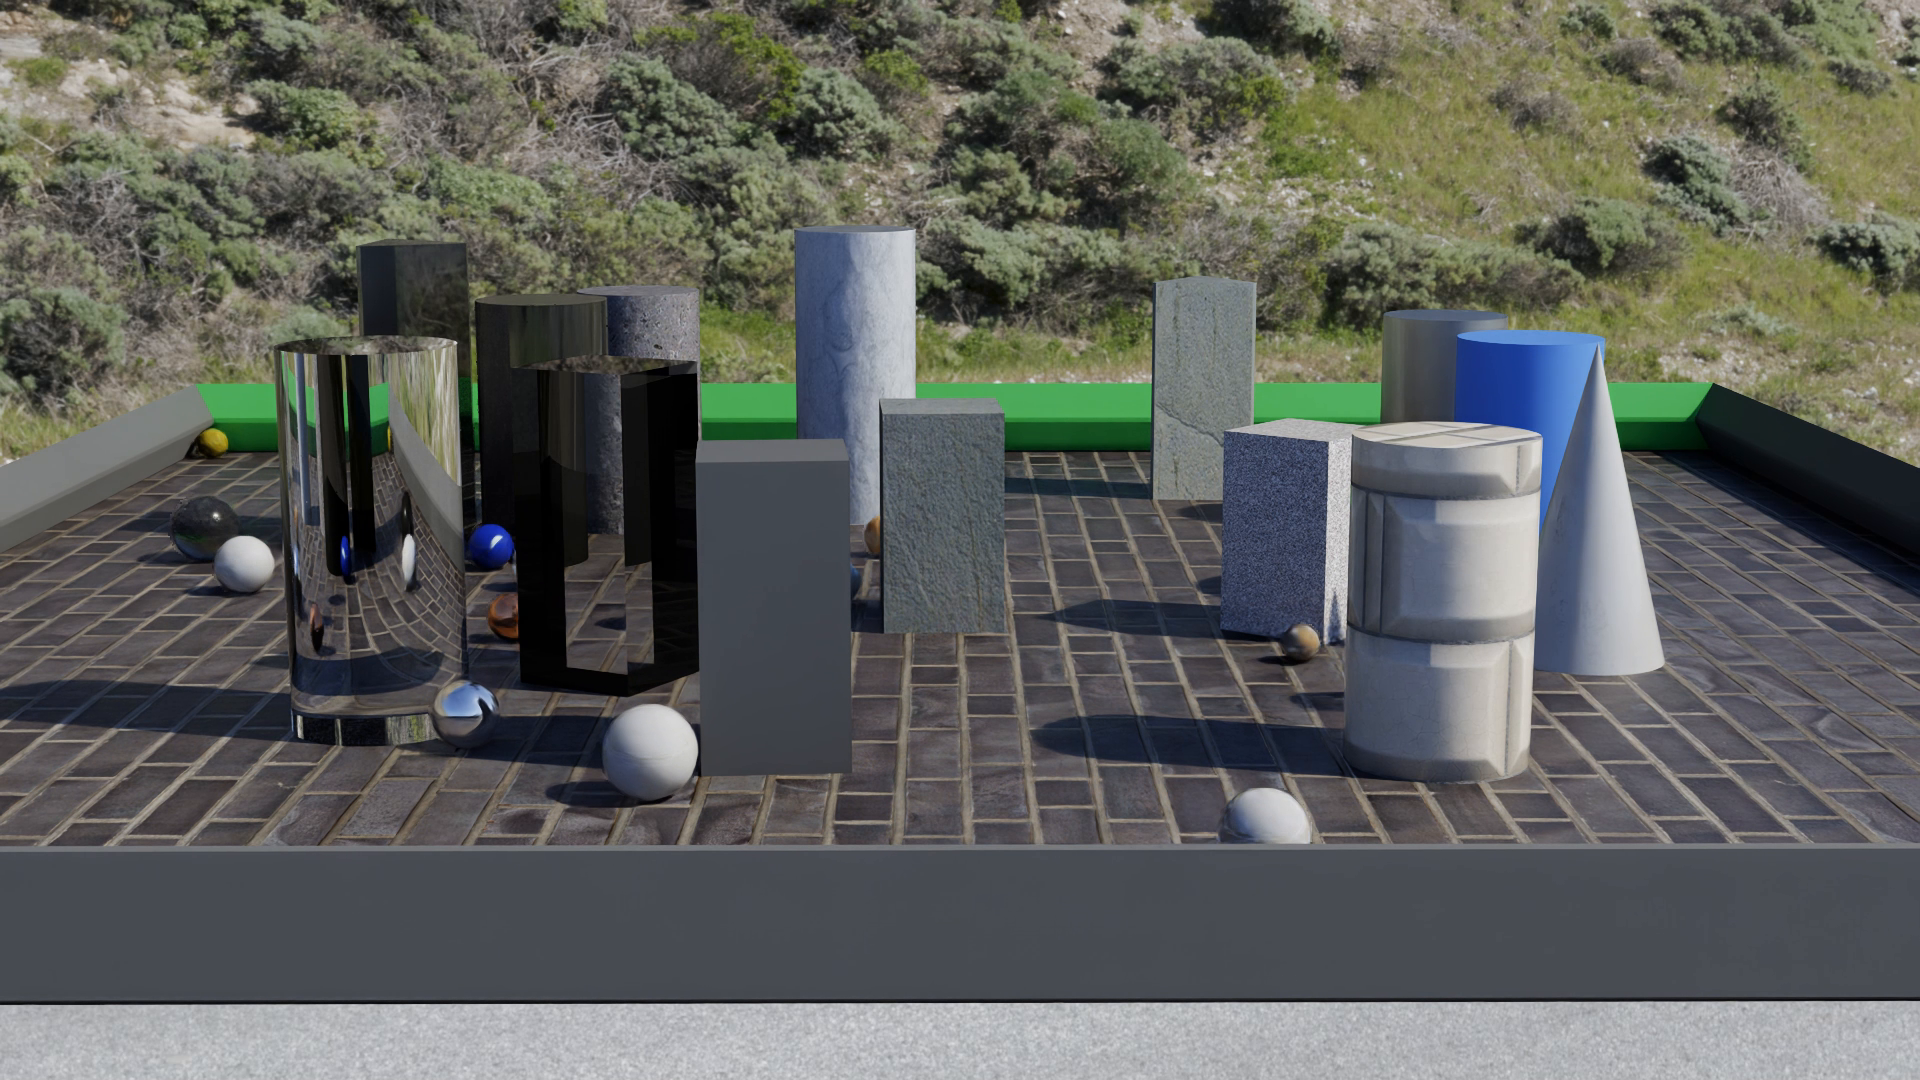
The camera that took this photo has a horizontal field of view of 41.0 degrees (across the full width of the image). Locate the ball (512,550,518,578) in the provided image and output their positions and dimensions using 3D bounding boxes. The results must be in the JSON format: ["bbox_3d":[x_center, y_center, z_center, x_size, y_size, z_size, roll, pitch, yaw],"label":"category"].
[{"bbox_3d":[-0.591,0.031,3.602,0.076,0.076,0.076,0,11,0],"label":"ball"}]

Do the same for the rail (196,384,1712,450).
[{"bbox_3d":[-0.008,-0.231,4.871,2.893,0.127,0.045,0,11,0],"label":"rail"}]

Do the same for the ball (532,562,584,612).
[{"bbox_3d":[-0.541,0.063,3.452,0.068,0.068,0.068,0,11,0],"label":"ball"}]

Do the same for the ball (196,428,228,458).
[{"bbox_3d":[-1.396,-0.180,4.793,0.057,0.057,0.057,0,11,0],"label":"ball"}]

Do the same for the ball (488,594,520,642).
[{"bbox_3d":[-0.573,0.099,3.279,0.061,0.061,0.061,0,11,0],"label":"ball"}]

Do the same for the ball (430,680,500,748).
[{"bbox_3d":[-0.534,0.187,2.767,0.073,0.073,0.073,0,11,0],"label":"ball"}]

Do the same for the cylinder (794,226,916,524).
[{"bbox_3d":[-0.169,-0.271,4.165,0.195,0.465,0.195,0,11,0],"label":"cylinder"}]

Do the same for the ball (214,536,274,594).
[{"bbox_3d":[-0.997,0.034,3.571,0.081,0.081,0.081,0,11,0],"label":"ball"}]

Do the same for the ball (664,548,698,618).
[{"bbox_3d":[-0.348,0.057,3.418,0.092,0.092,0.092,0,11,0],"label":"ball"}]

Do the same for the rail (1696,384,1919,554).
[{"bbox_3d":[1.423,0.031,3.457,0.045,0.127,2.939,0,11,0],"label":"rail"}]

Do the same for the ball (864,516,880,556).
[{"bbox_3d":[-0.112,-0.006,3.839,0.063,0.063,0.063,0,11,0],"label":"ball"}]

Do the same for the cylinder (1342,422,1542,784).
[{"bbox_3d":[0.505,0.061,2.694,0.195,0.348,0.195,0,11,0],"label":"cylinder"}]

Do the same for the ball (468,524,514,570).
[{"bbox_3d":[-0.685,0.010,3.743,0.066,0.066,0.066,0,11,0],"label":"ball"}]

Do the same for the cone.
[{"bbox_3d":[0.776,-0.048,3.155,0.195,0.394,0.195,0,11,0],"label":"cone"}]

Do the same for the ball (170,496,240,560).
[{"bbox_3d":[-1.120,-0.018,3.806,0.098,0.098,0.098,0,11,0],"label":"ball"}]

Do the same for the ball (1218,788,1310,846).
[{"bbox_3d":[0.275,0.265,2.318,0.084,0.084,0.084,0,11,0],"label":"ball"}]

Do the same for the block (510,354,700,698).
[{"bbox_3d":[-0.419,-0.021,3.058,0.156,0.378,0.156,6,12,28],"label":"block"}]

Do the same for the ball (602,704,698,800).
[{"bbox_3d":[-0.311,0.212,2.571,0.096,0.096,0.096,0,11,0],"label":"ball"}]

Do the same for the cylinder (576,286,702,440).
[{"bbox_3d":[-0.515,-0.218,4.141,0.195,0.370,0.195,0,11,0],"label":"cylinder"}]

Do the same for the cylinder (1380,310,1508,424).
[{"bbox_3d":[0.770,-0.193,4.099,0.195,0.334,0.195,0,11,0],"label":"cylinder"}]

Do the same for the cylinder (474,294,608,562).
[{"bbox_3d":[-0.622,-0.170,3.846,0.195,0.382,0.195,0,11,0],"label":"cylinder"}]

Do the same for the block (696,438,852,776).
[{"bbox_3d":[-0.197,0.068,2.710,0.156,0.329,0.156,-1,11,-5],"label":"block"}]

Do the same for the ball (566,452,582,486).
[{"bbox_3d":[-0.656,-0.123,4.474,0.060,0.060,0.060,0,11,0],"label":"ball"}]

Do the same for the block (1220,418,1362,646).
[{"bbox_3d":[0.450,-0.014,3.340,0.156,0.261,0.156,8,13,38],"label":"block"}]

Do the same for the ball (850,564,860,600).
[{"bbox_3d":[-0.166,0.057,3.507,0.061,0.061,0.061,0,11,0],"label":"ball"}]

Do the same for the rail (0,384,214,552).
[{"bbox_3d":[-1.423,0.034,3.441,0.045,0.127,2.939,0,11,0],"label":"rail"}]

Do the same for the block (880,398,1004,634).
[{"bbox_3d":[-0.025,-0.035,3.380,0.156,0.286,0.156,-1,11,-3],"label":"block"}]

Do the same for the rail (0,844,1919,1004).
[{"bbox_3d":[0.008,0.296,2.027,2.893,0.127,0.045,0,11,0],"label":"rail"}]

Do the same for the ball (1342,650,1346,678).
[{"bbox_3d":[0.484,0.145,2.948,0.090,0.090,0.090,0,11,0],"label":"ball"}]

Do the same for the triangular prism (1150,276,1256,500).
[{"bbox_3d":[0.412,-0.262,4.386,0.169,0.367,0.146,1,11,3],"label":"triangular prism"}]

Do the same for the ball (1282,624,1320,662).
[{"bbox_3d":[0.420,0.128,3.163,0.046,0.046,0.046,0,11,0],"label":"ball"}]

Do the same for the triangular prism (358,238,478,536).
[{"bbox_3d":[-0.863,-0.237,4.003,0.169,0.456,0.146,-5,12,-25],"label":"triangular prism"}]

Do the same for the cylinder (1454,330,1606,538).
[{"bbox_3d":[0.770,-0.095,3.492,0.195,0.363,0.195,0,11,0],"label":"cylinder"}]

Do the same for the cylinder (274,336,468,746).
[{"bbox_3d":[-0.646,-0.003,2.830,0.195,0.425,0.195,0,11,0],"label":"cylinder"}]
